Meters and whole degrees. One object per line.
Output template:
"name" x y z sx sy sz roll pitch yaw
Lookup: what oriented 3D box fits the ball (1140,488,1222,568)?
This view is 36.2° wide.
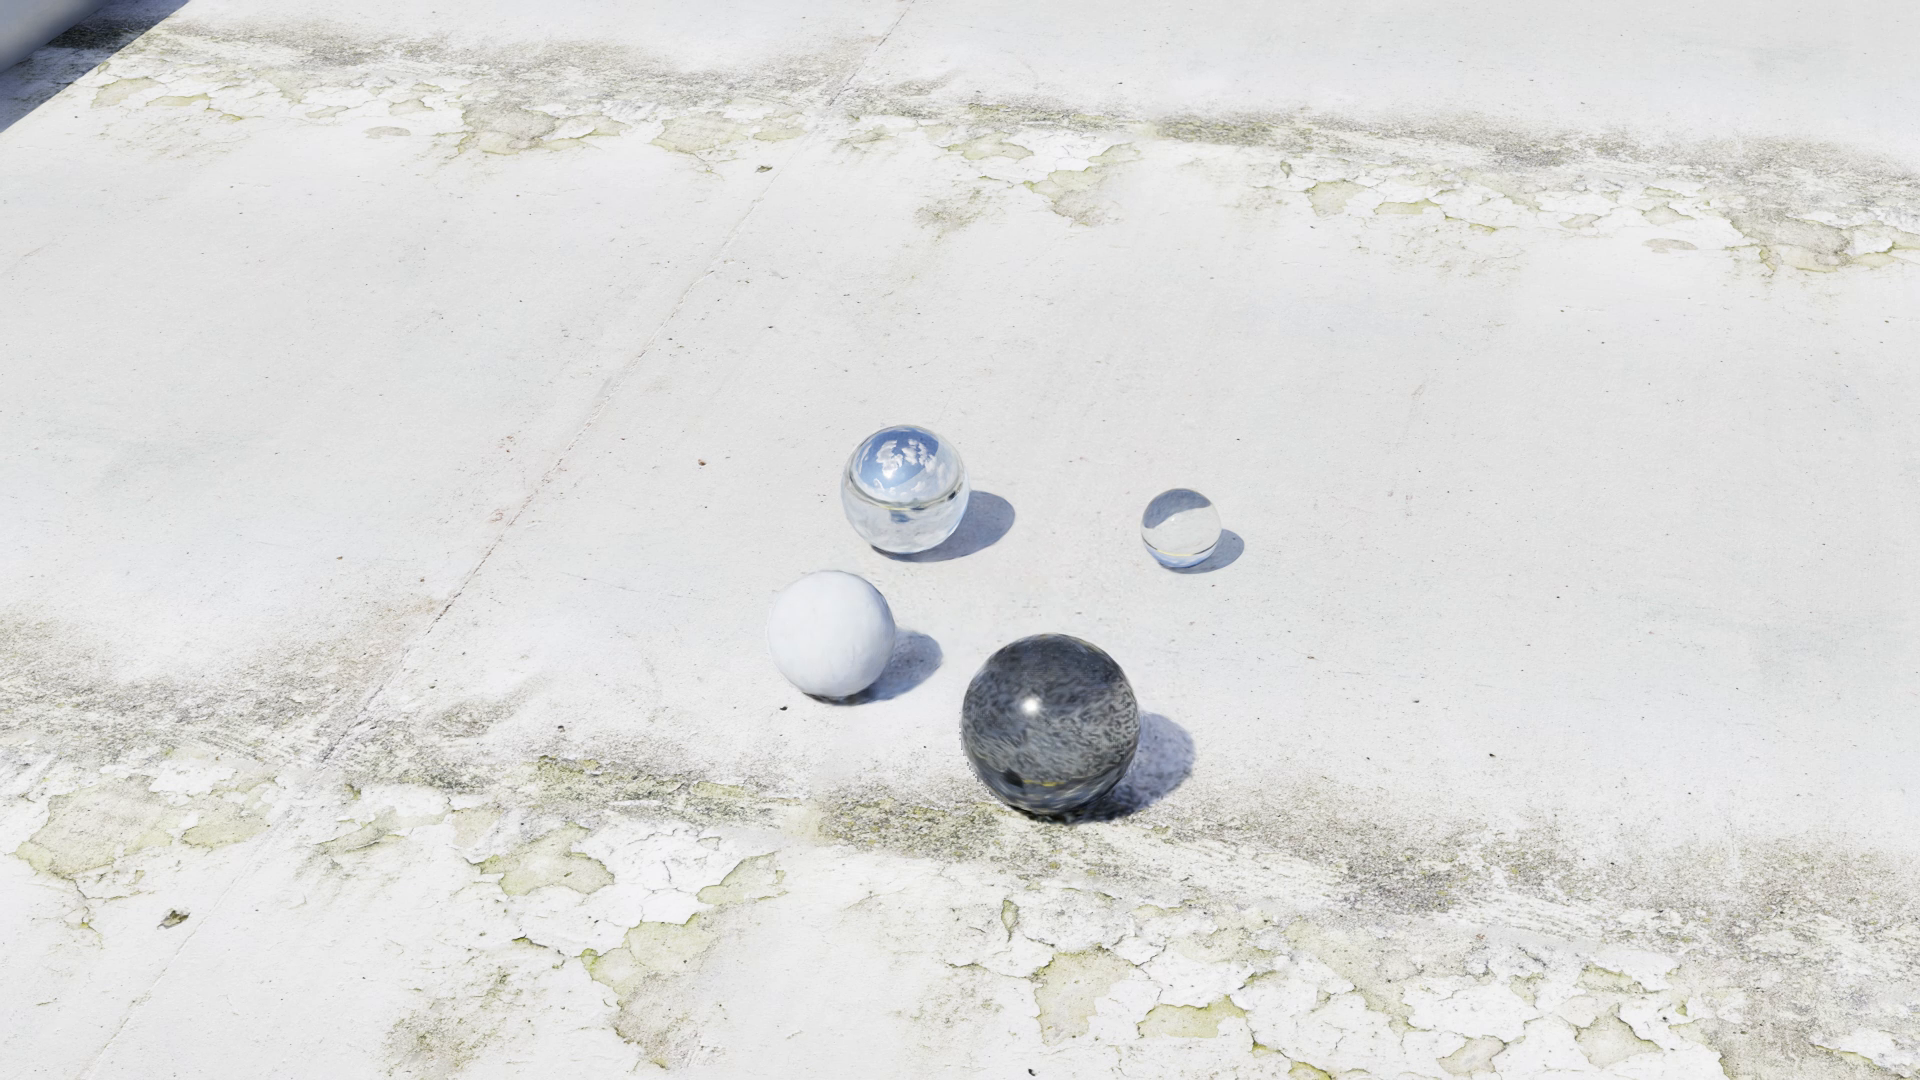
"ball" 0.129 -0.007 1.718 0.047 0.047 0.047 0 29 0

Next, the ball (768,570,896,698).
"ball" -0.069 0.051 1.591 0.069 0.069 0.069 0 29 0

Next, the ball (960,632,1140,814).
"ball" 0.046 0.093 1.491 0.092 0.092 0.092 0 29 0

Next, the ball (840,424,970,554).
"ball" -0.032 -0.030 1.729 0.077 0.077 0.077 0 29 0

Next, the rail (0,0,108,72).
"rail" -0.725 -0.559 2.642 0.045 0.119 3.645 6 30 12
